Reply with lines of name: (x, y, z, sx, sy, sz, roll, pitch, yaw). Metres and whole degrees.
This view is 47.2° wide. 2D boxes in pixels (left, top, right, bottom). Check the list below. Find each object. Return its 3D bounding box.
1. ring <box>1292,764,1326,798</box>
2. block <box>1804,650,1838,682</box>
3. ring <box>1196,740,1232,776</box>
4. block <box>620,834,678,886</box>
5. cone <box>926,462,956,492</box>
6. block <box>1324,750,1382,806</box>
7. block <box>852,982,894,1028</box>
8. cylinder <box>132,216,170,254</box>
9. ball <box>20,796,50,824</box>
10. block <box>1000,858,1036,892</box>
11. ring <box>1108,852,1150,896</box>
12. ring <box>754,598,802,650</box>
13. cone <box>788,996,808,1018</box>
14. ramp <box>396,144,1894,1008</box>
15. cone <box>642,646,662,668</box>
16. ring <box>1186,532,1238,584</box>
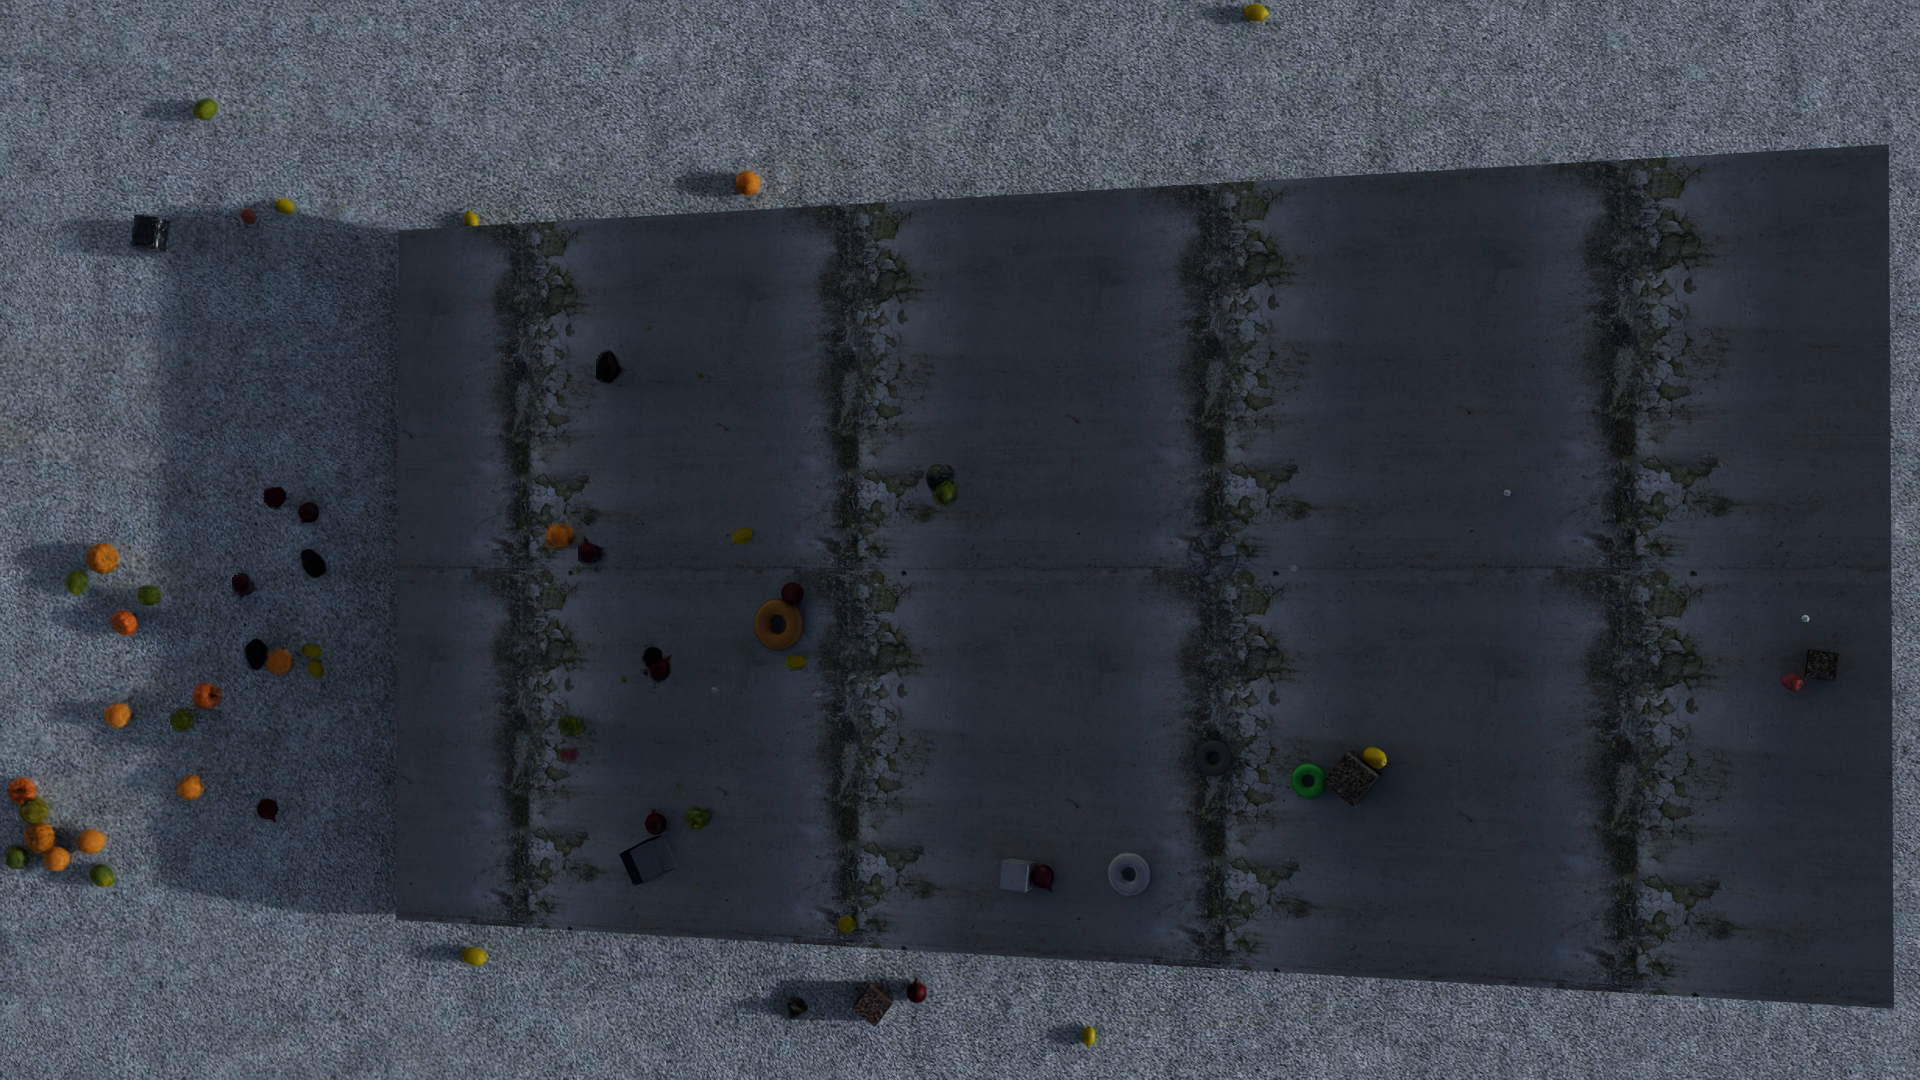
ring: (0.873, 0.603, 5.503, 0.087, 0.029, 0.087, 0, 90, 18)
block: (2.000, 0.291, 5.105, 0.064, 0.064, 0.064, 7, 92, 19)
ring: (0.644, 0.554, 5.580, 0.093, 0.031, 0.093, 0, 89, 18)
block: (-0.856, 0.882, 6.051, 0.098, 0.098, 0.098, -29, 80, 16)
cone: (-0.065, -0.166, 5.804, 0.082, 0.082, 0.082, 0, 89, 19)
block: (0.970, 0.589, 5.435, 0.094, 0.094, 0.094, 39, 101, 15)
block: (-0.254, 1.354, 6.413, 0.083, 0.083, 0.083, 38, 89, 0)
cylinder: (-2.368, -0.895, 6.439, 0.091, 0.091, 0.091, 9, 87, 0)
ball: (-2.698, 0.789, 6.411, 0.080, 0.080, 0.080, 0, 89, 0)
block: (0.150, 0.872, 5.722, 0.071, 0.071, 0.071, 6, 91, 19)
ring: (0.434, 0.857, 5.644, 0.111, 0.037, 0.111, 0, 90, 20)
ring: (-0.492, 0.229, 5.963, 0.142, 0.047, 0.142, -1, 88, 20)
cone: (-0.488, 1.382, 6.440, 0.061, 0.061, 0.061, 31, 116, 0)
ramp: (0.278, 0.091, 5.780, 4.000, 0.100, 2.000, 0, 89, 19)
cone: (-0.863, 0.326, 6.079, 0.062, 0.062, 0.062, 0, 89, 19)
ring: (0.640, 0.044, 5.581, 0.134, 0.045, 0.134, -1, 88, 20)
